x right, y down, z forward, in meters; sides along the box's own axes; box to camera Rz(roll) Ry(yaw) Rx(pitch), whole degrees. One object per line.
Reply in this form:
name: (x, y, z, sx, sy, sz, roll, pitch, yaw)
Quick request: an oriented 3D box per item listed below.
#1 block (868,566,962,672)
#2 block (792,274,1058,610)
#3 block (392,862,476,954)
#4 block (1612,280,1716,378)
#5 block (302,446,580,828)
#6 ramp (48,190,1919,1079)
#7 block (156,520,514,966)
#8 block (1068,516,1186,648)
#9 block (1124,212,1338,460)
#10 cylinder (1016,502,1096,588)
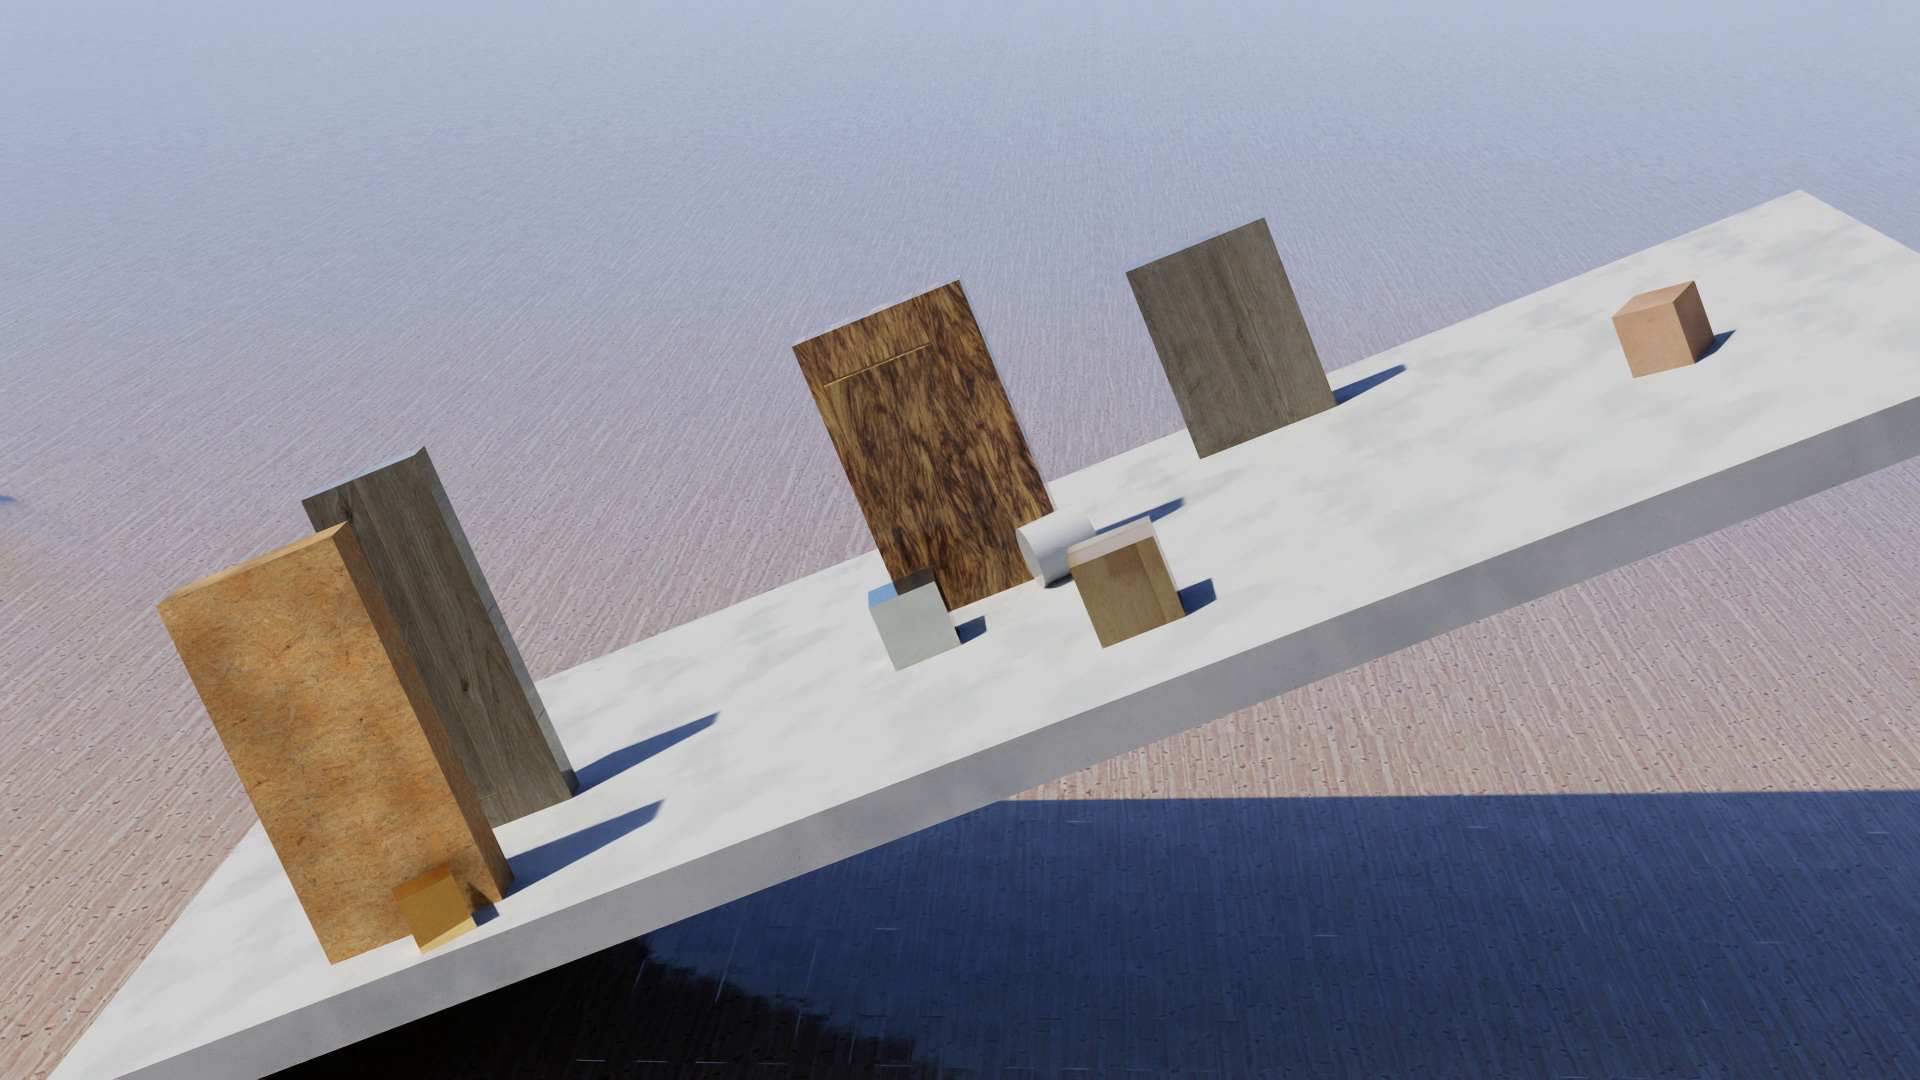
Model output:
block: (-0.095, 0.163, 6.139, 0.147, 0.147, 0.147, -22, 12, 3)
block: (-0.052, -0.192, 6.350, 0.385, 0.666, 0.088, -21, 12, 7)
block: (-0.994, 0.696, 5.559, 0.113, 0.113, 0.113, -25, 12, -12)
block: (1.425, -0.426, 5.953, 0.134, 0.134, 0.134, -13, 15, 38)
block: (-1.080, 0.219, 6.142, 0.258, 0.793, 0.092, -21, 12, 7)
ramp: (0.125, 0.173, 6.289, 4.000, 0.100, 2.000, -21, 12, 7)
block: (-1.191, 0.393, 5.640, 0.367, 0.774, 0.122, -21, 12, 7)
block: (0.321, 0.080, 5.685, 0.171, 0.171, 0.171, -22, 12, 6)
block: (0.625, -0.469, 6.783, 0.339, 0.471, 0.081, -21, 12, 7)
cylinder: (0.211, 0.010, 6.266, 0.138, 0.138, 0.138, -25, 19, -9)
